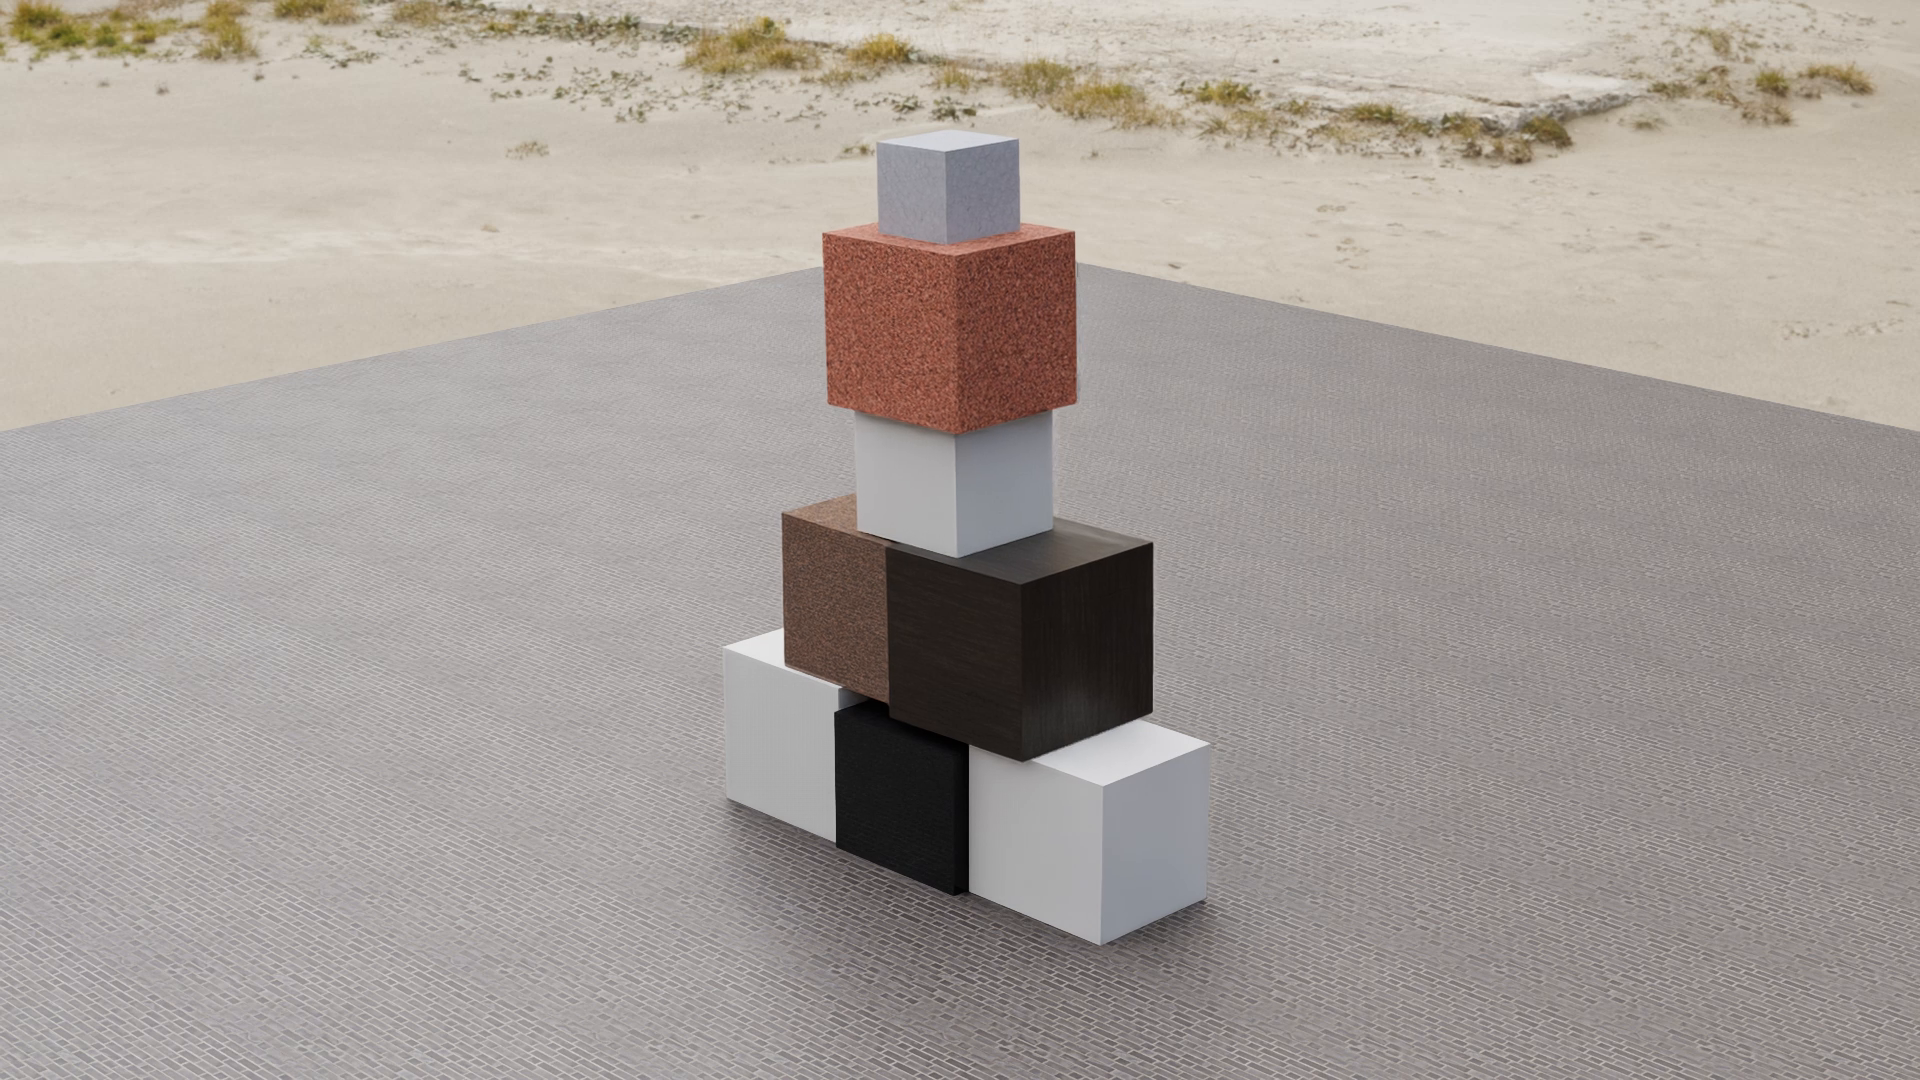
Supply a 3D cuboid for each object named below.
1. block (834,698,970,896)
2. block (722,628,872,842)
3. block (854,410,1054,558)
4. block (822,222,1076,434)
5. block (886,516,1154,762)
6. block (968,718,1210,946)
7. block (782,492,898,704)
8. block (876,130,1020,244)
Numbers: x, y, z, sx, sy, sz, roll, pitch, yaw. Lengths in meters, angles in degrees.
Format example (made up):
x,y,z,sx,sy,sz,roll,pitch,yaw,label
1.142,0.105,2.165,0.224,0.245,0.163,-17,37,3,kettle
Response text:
x,y,z,sx,sy,sz,roll,pitch,yaw,label
-0.001,1.110,13.681,0.860,0.678,0.784,-17,24,-42,block
-0.561,0.886,14.225,0.825,0.781,0.817,-17,24,-42,block
-0.027,-0.330,13.247,0.615,0.591,0.641,-17,22,-42,block
-0.043,-0.986,13.049,0.747,0.780,0.834,-17,22,-42,block
0.272,0.408,13.210,0.857,0.810,0.836,-17,23,-42,block
0.575,1.246,13.135,0.707,0.746,0.806,-17,24,-42,block
-0.311,0.236,13.728,0.725,0.757,0.742,-17,24,-42,block
-0.050,-1.555,12.887,0.459,0.405,0.427,-17,22,-42,block
